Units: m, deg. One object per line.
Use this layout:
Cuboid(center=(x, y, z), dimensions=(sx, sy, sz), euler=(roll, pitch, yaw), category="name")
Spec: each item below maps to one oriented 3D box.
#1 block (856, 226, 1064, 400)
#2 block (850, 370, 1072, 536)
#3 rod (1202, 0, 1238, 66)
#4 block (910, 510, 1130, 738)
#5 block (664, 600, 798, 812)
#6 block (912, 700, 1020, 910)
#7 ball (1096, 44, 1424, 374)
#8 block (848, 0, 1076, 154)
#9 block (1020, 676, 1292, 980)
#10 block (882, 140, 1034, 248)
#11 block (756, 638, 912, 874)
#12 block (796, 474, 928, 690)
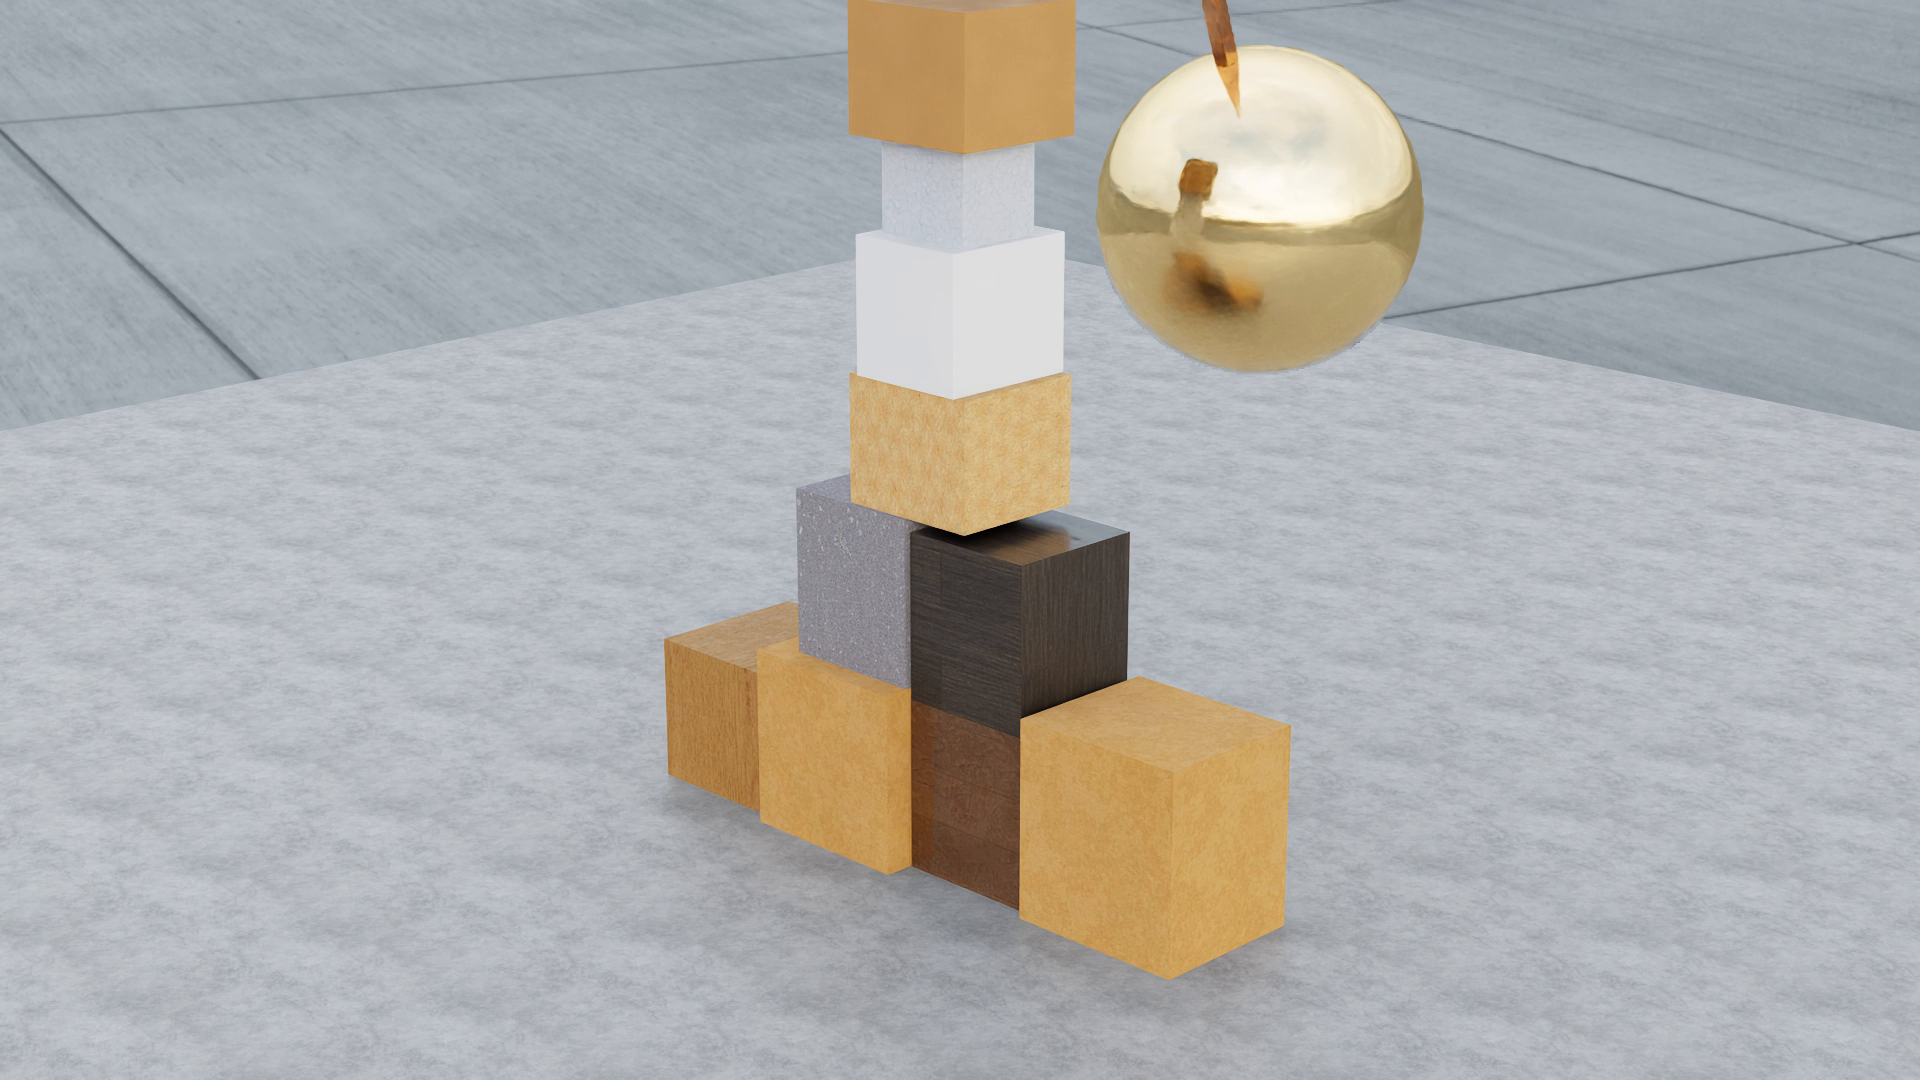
Cuboid(center=(0.002, -1.049, 13.014), dimensions=(0.696, 0.638, 0.606), euler=(-17, 24, -42), category="block")
Cuboid(center=(0.001, -0.455, 13.200), dimensions=(0.677, 0.605, 0.727), euler=(-17, 24, -42), category="block")
Cuboid(center=(0.636, -4.412, 12.621), dimensions=(0.080, 5.200, 0.080), euler=(17, 44, 42), category="rod")
Cuboid(center=(0.269, 0.343, 13.192), dimensions=(0.697, 0.795, 0.688), euler=(-17, 24, -42), category="block")
Cuboid(center=(-0.892, 0.821, 14.536), dimensions=(0.822, 0.717, 0.767), euler=(-17, 24, -42), category="block")
Cuboid(center=(0.280, 1.122, 13.406), dimensions=(0.684, 0.820, 0.733), euler=(-17, 24, -42), category="block")
Cuboid(center=(1.467, -1.617, 14.371), dimensions=(1.600, 1.600, 1.600), euler=(0, 17, 0), category="ball")
Cuboid(center=(0.007, -2.049, 12.705), dimensions=(0.677, 0.589, 0.714), euler=(-17, 24, -42), category="block")
Cuboid(center=(0.846, 1.239, 12.828), dimensions=(0.771, 0.945, 0.878), euler=(-17, 24, -42), category="block")
Cuboid(center=(-0.008, -1.557, 12.844), dimensions=(0.443, 0.434, 0.500), euler=(-17, 24, -42), category="block")
Cuboid(center=(-0.304, 0.925, 13.946), dimensions=(0.959, 0.873, 0.885), euler=(-17, 24, -42), category="block")
Cuboid(center=(-0.246, 0.142, 13.645), dimensions=(0.724, 0.801, 0.717), euler=(-17, 24, -42), category="block")
